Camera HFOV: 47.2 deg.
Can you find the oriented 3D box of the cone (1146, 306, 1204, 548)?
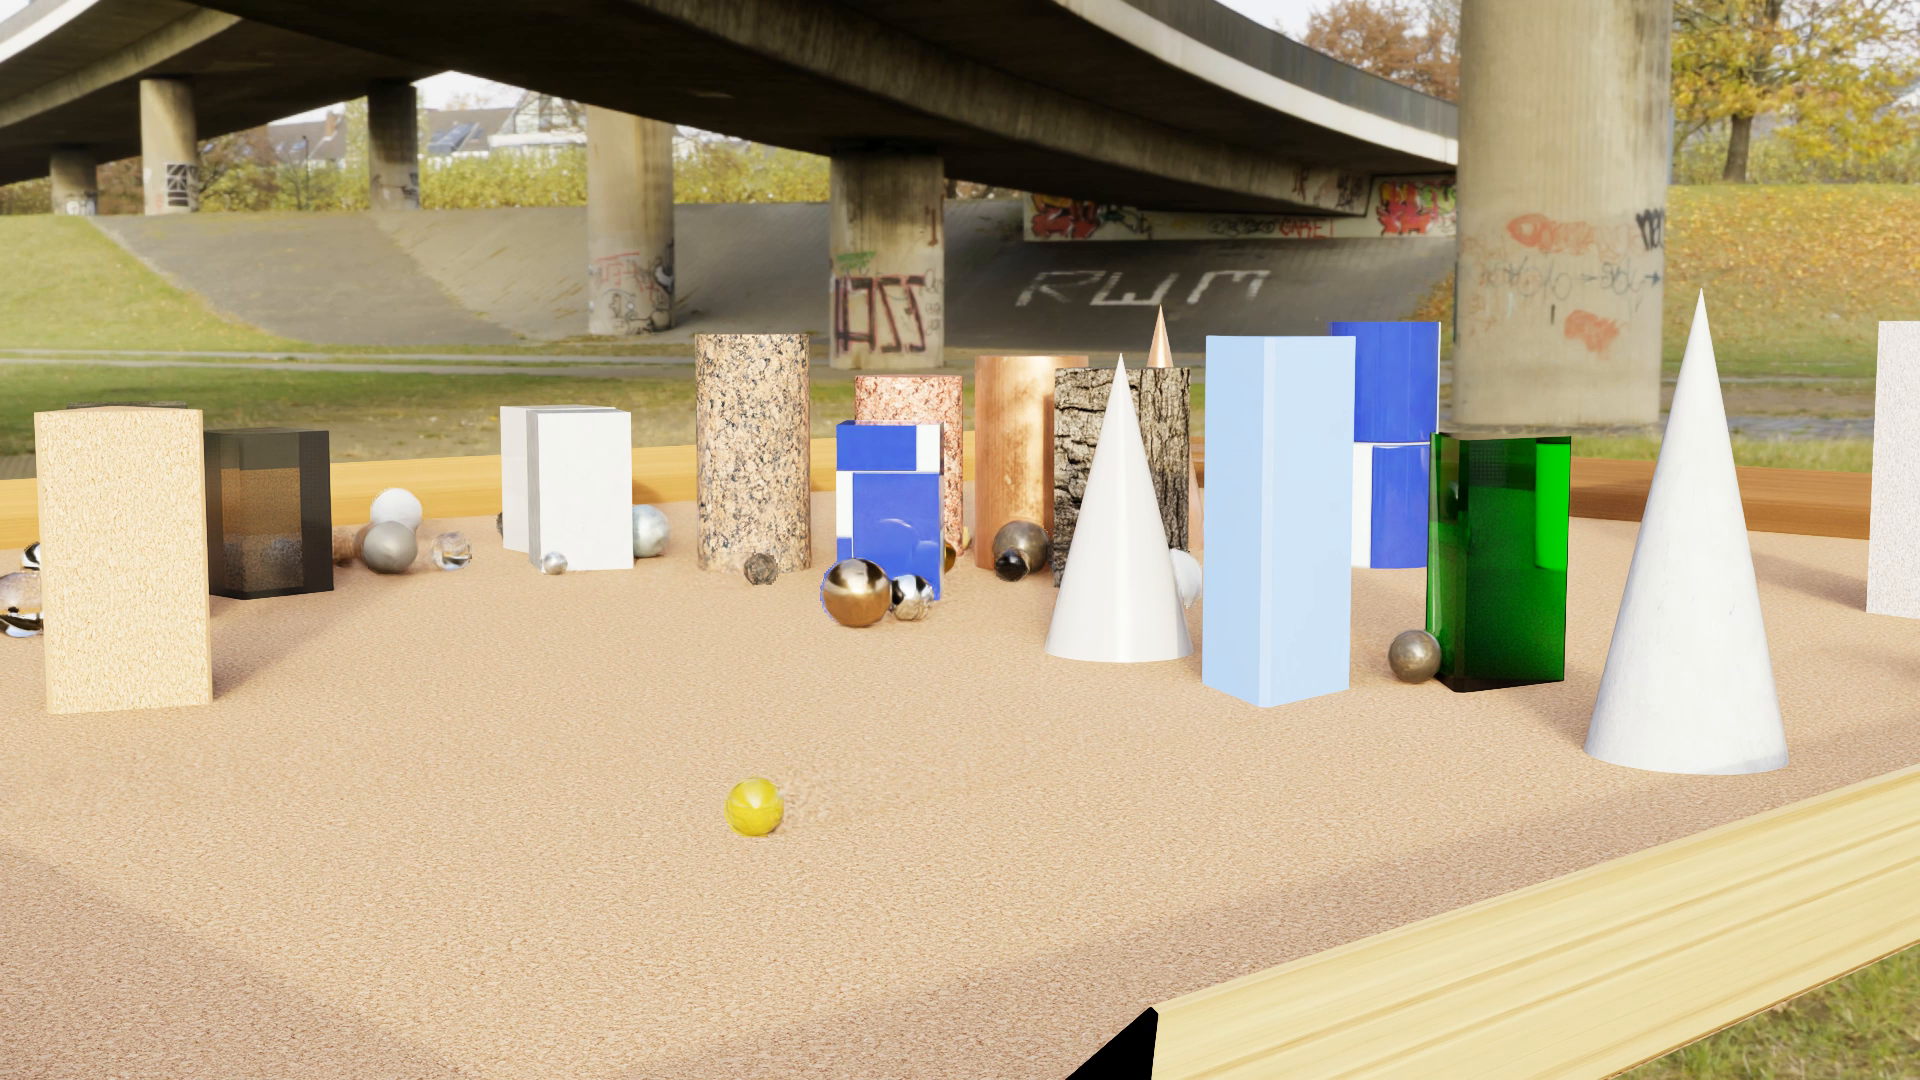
[{"bbox_3d":[0.379,-0.219,4.179,0.197,0.456,0.197,0,6,0],"label":"cone"}]

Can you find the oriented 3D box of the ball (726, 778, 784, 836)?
[{"bbox_3d":[-0.174,0.226,1.868,0.050,0.050,0.050,0,6,0],"label":"ball"}]

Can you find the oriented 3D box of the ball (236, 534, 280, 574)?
[{"bbox_3d":[-1.185,0.024,3.712,0.069,0.069,0.069,0,6,0],"label":"ball"}]

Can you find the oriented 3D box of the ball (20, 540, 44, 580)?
[{"bbox_3d":[-1.429,0.043,3.453,0.086,0.086,0.086,0,6,0],"label":"ball"}]

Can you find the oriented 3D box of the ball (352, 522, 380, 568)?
[{"bbox_3d":[-1.005,0.010,3.791,0.081,0.081,0.081,0,6,0],"label":"ball"}]

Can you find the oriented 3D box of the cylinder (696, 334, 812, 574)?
[{"bbox_3d":[-0.356,-0.153,3.794,0.197,0.403,0.197,0,6,0],"label":"cylinder"}]

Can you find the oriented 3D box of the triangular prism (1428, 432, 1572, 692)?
[{"bbox_3d":[0.618,0.020,2.658,0.170,0.295,0.147,-3,7,-30],"label":"triangular prism"}]

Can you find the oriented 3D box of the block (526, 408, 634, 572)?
[{"bbox_3d":[-0.665,-0.090,3.840,0.157,0.269,0.157,-2,6,-19],"label":"block"}]

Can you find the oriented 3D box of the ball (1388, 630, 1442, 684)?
[{"bbox_3d":[0.545,0.139,2.632,0.064,0.064,0.064,0,6,0],"label":"ball"}]

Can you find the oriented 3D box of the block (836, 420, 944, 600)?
[{"bbox_3d":[-0.107,-0.049,3.446,0.157,0.270,0.157,0,6,3],"label":"block"}]

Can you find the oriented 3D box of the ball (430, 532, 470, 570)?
[{"bbox_3d":[-0.876,0.019,3.777,0.066,0.066,0.066,0,6,0],"label":"ball"}]

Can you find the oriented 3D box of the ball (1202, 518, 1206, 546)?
[{"bbox_3d":[0.483,-0.015,3.956,0.097,0.097,0.097,0,6,0],"label":"ball"}]

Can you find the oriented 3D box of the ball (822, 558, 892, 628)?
[{"bbox_3d":[-0.145,0.074,3.094,0.098,0.098,0.098,0,6,0],"label":"ball"}]

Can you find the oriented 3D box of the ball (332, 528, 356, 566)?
[{"bbox_3d":[-1.082,0.013,3.841,0.065,0.065,0.065,0,6,0],"label":"ball"}]

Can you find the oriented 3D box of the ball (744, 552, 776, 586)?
[{"bbox_3d":[-0.325,0.047,3.569,0.052,0.052,0.052,0,6,0],"label":"ball"}]

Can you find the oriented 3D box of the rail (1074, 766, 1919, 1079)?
[{"bbox_3d":[1.191,0.167,2.048,3.881,0.128,0.045,-5,8,-42],"label":"rail"}]

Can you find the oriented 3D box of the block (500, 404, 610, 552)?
[{"bbox_3d":[-0.748,-0.115,4.101,0.157,0.265,0.157,-4,7,-36],"label":"block"}]

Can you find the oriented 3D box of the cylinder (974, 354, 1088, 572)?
[{"bbox_3d":[0.124,-0.137,3.829,0.197,0.366,0.197,0,6,0],"label":"cylinder"}]

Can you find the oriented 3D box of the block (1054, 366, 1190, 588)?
[{"bbox_3d":[0.261,-0.101,3.543,0.157,0.352,0.157,4,7,36],"label":"block"}]

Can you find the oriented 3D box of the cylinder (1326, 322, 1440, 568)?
[{"bbox_3d":[0.741,-0.171,3.873,0.197,0.424,0.197,0,6,0],"label":"cylinder"}]

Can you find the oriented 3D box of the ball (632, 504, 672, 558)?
[{"bbox_3d":[-0.568,-0.016,3.965,0.095,0.095,0.095,0,6,0],"label":"ball"}]

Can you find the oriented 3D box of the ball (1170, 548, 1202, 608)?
[{"bbox_3d":[0.315,0.059,3.272,0.091,0.091,0.091,0,6,0],"label":"ball"}]

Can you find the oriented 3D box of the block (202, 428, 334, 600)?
[{"bbox_3d":[-1.108,-0.046,3.482,0.157,0.255,0.157,5,8,42],"label":"block"}]

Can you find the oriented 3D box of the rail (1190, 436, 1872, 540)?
[{"bbox_3d":[1.409,-0.102,4.625,0.045,0.128,3.559,-5,8,-42],"label":"rail"}]

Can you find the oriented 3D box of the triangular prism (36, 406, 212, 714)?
[{"bbox_3d":[-0.958,0.016,2.516,0.170,0.333,0.147,-3,6,-23],"label":"triangular prism"}]

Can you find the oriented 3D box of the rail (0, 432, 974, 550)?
[{"bbox_3d":[-1.191,-0.101,4.615,3.881,0.128,0.045,-5,8,-42],"label":"rail"}]

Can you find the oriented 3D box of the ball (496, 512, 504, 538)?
[{"bbox_3d":[-0.871,-0.031,4.275,0.061,0.061,0.061,0,6,0],"label":"ball"}]

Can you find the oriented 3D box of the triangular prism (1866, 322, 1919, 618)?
[{"bbox_3d":[1.449,-0.103,3.202,0.147,0.428,0.170,-4,7,-33],"label":"triangular prism"}]

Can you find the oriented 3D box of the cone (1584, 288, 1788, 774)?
[{"bbox_3d":[0.730,-0.017,2.188,0.197,0.467,0.197,0,6,0],"label":"cone"}]

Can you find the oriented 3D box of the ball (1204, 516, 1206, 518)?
[{"bbox_3d":[0.476,-0.024,4.275,0.048,0.048,0.048,0,6,0],"label":"ball"}]

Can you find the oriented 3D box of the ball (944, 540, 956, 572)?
[{"bbox_3d":[-0.035,0.027,3.737,0.057,0.057,0.057,0,6,0],"label":"ball"}]

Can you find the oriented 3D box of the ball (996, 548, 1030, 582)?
[{"bbox_3d":[0.087,0.040,3.618,0.057,0.057,0.057,0,6,0],"label":"ball"}]

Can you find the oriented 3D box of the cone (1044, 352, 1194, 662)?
[{"bbox_3d":[0.208,-0.049,2.868,0.197,0.390,0.197,0,6,0],"label":"cone"}]

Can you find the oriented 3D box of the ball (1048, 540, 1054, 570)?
[{"bbox_3d":[0.185,0.024,3.672,0.078,0.078,0.078,0,6,0],"label":"ball"}]

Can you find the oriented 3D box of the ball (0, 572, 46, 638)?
[{"bbox_3d":[-1.284,0.088,3.001,0.089,0.089,0.089,0,6,0],"label":"ball"}]

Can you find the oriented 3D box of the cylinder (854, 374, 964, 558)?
[{"bbox_3d":[-0.093,-0.135,3.998,0.197,0.326,0.197,0,6,0],"label":"cylinder"}]

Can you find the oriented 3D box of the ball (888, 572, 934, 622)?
[{"bbox_3d":[-0.073,0.082,3.159,0.069,0.069,0.069,0,6,0],"label":"ball"}]

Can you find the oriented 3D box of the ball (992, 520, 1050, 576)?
[{"bbox_3d":[0.102,0.013,3.695,0.096,0.096,0.096,0,6,0],"label":"ball"}]

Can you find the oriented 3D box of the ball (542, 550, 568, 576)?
[{"bbox_3d":[-0.682,0.039,3.701,0.042,0.042,0.042,0,6,0],"label":"ball"}]

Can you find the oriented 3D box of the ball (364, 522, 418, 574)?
[{"bbox_3d":[-0.962,0.013,3.717,0.090,0.090,0.090,0,6,0],"label":"ball"}]

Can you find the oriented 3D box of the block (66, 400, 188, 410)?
[{"bbox_3d":[-1.184,-0.038,3.141,0.157,0.312,0.157,-2,6,-21],"label":"block"}]

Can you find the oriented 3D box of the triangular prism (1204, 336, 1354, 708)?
[{"bbox_3d":[0.346,-0.030,2.564,0.147,0.414,0.170,6,8,43],"label":"triangular prism"}]

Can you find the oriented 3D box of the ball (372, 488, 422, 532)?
[{"bbox_3d":[-1.101,-0.052,4.301,0.097,0.097,0.097,0,6,0],"label":"ball"}]

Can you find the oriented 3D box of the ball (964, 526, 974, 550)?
[{"bbox_3d":[0.001,-0.005,4.094,0.048,0.048,0.048,0,6,0],"label":"ball"}]
